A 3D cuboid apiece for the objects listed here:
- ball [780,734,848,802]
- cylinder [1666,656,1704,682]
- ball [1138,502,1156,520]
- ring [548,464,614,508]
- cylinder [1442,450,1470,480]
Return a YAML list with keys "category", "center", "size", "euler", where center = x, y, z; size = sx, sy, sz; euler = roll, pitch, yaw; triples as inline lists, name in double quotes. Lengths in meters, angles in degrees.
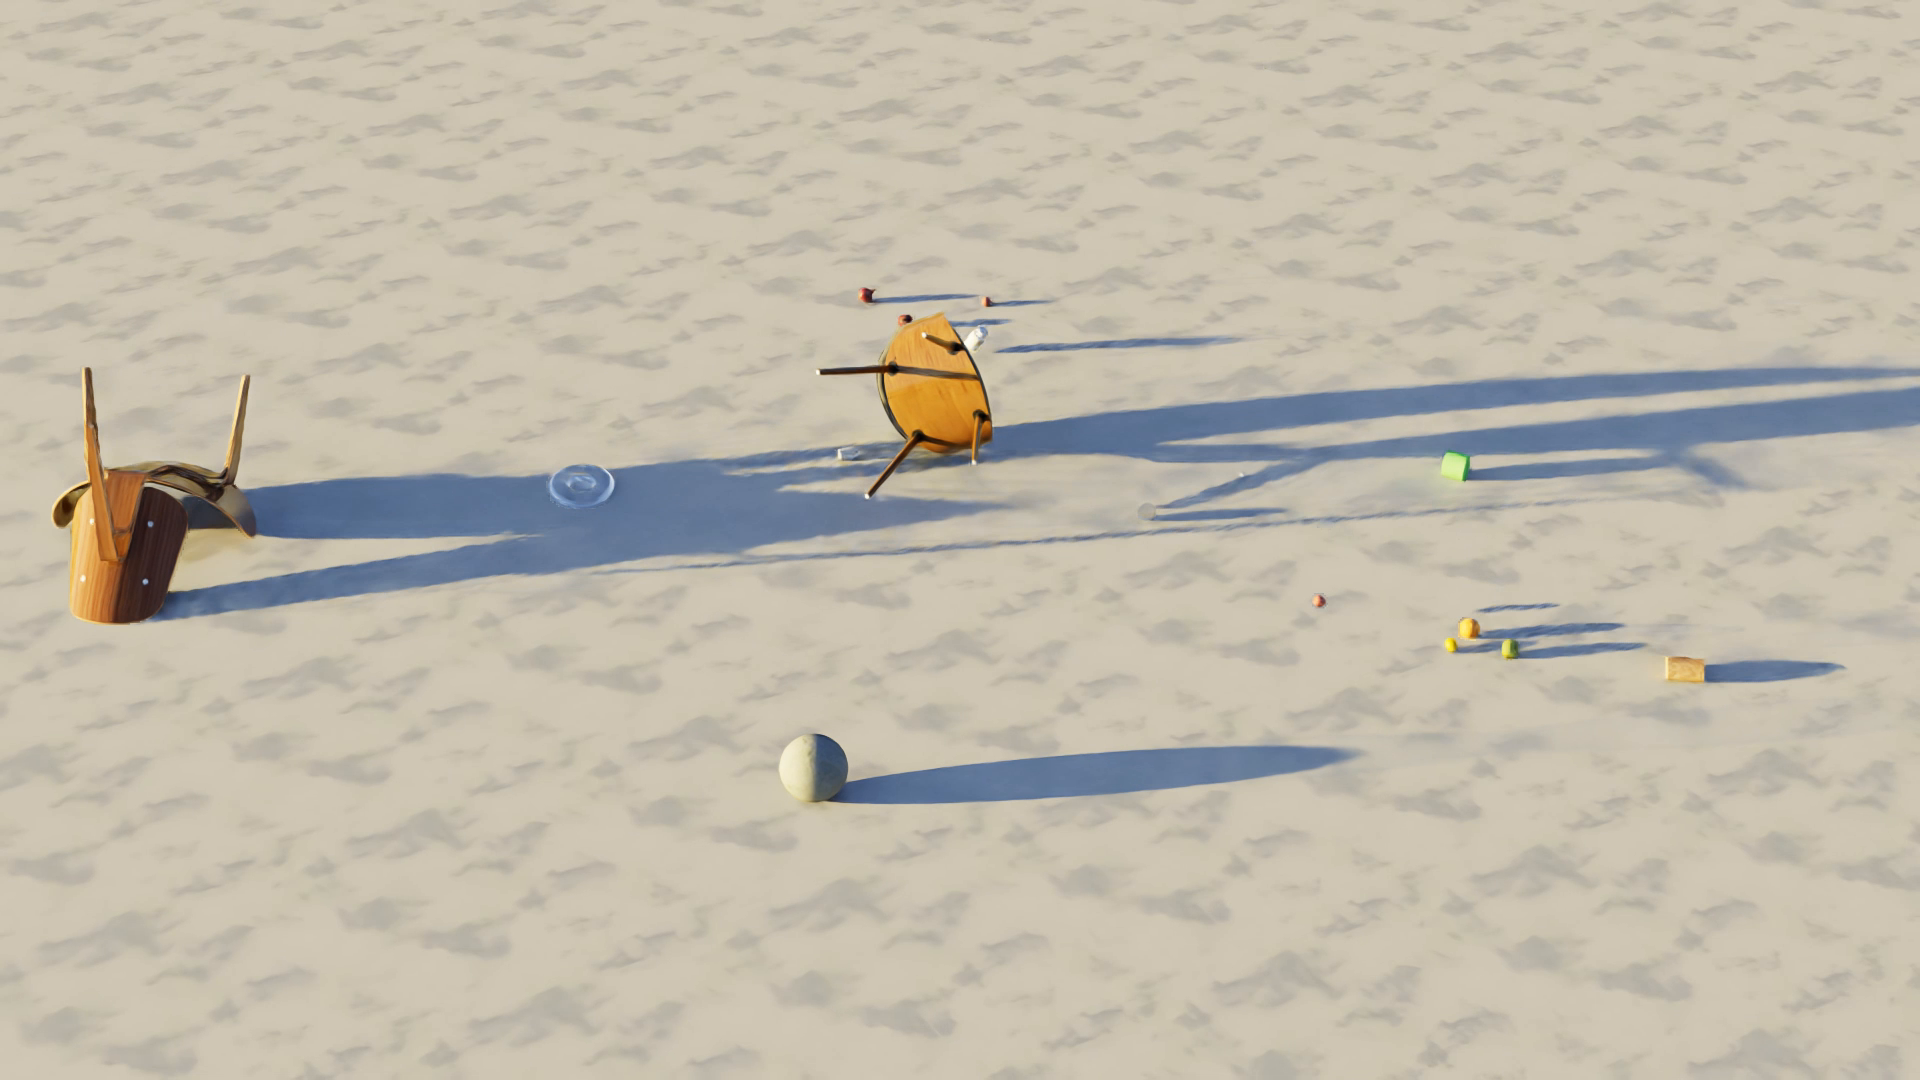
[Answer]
- category: "ball"
  center: [-0.479, 0.747, 9.605]
  size: [0.226, 0.226, 0.226]
  euler: [0, 33, 0]
- category: "cylinder"
  center: [2.522, 0.450, 10.202]
  size: [0.125, 0.065, 0.106]
  euler: [4, 38, 7]
- category: "ball"
  center: [0.703, -0.107, 11.045]
  size: [0.069, 0.069, 0.069]
  euler: [0, 33, 0]
- category: "ring"
  center: [-1.446, -0.207, 11.200]
  size: [0.250, 0.051, 0.256]
  euler: [-4, 39, -8]
- category: "cylinder"
  center: [1.910, -0.287, 11.286]
  size: [0.087, 0.105, 0.072]
  euler: [18, 26, 25]
